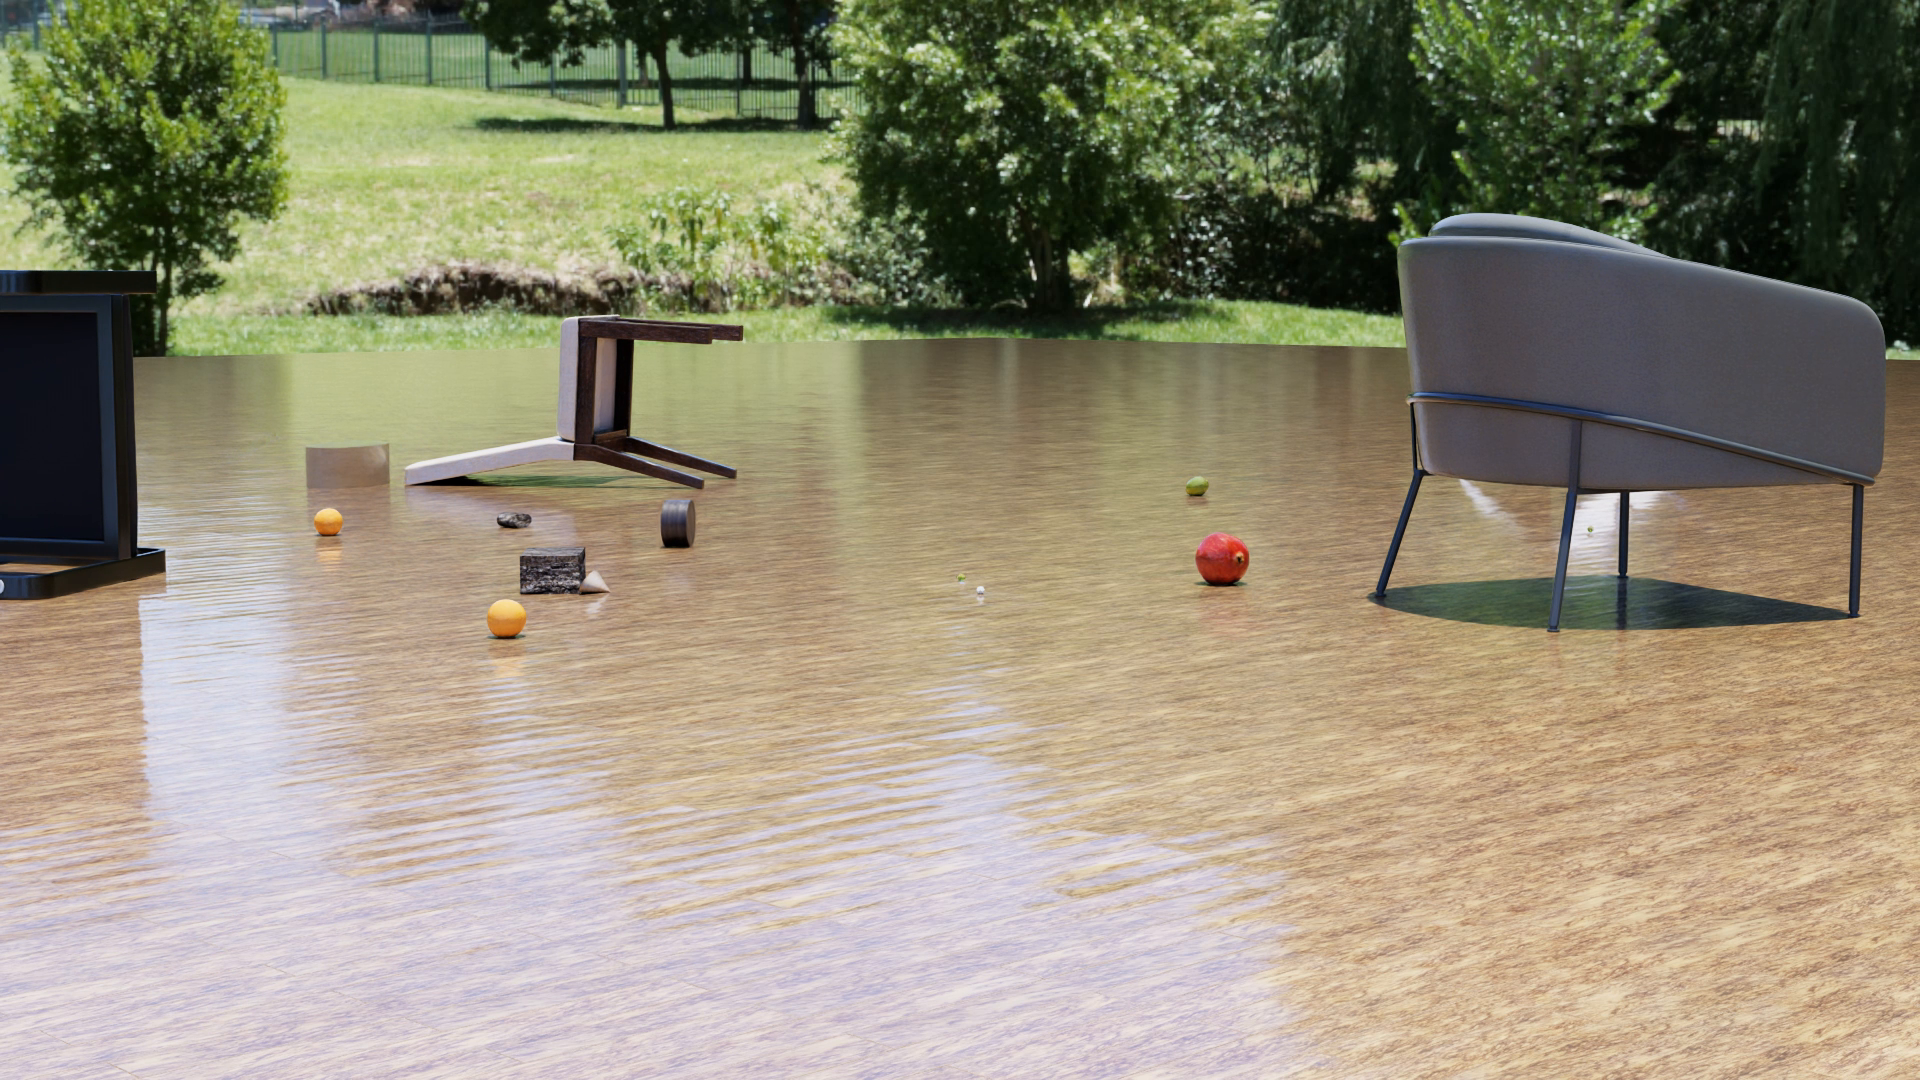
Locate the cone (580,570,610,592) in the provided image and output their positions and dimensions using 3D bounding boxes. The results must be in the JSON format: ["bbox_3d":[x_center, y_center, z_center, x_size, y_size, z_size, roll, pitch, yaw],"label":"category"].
[{"bbox_3d":[-0.752,0.098,5.357,0.053,0.048,0.122,25,12,4],"label":"cone"}]

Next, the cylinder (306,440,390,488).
[{"bbox_3d":[-1.937,-0.240,8.123,0.228,0.127,0.357,1,6,13],"label":"cylinder"}]

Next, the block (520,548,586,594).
[{"bbox_3d":[-0.855,0.064,5.396,0.122,0.081,0.168,0,6,-4],"label":"block"}]

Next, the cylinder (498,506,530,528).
[{"bbox_3d":[-1.171,-0.053,6.740,0.071,0.037,0.059,-29,12,29],"label":"cylinder"}]
